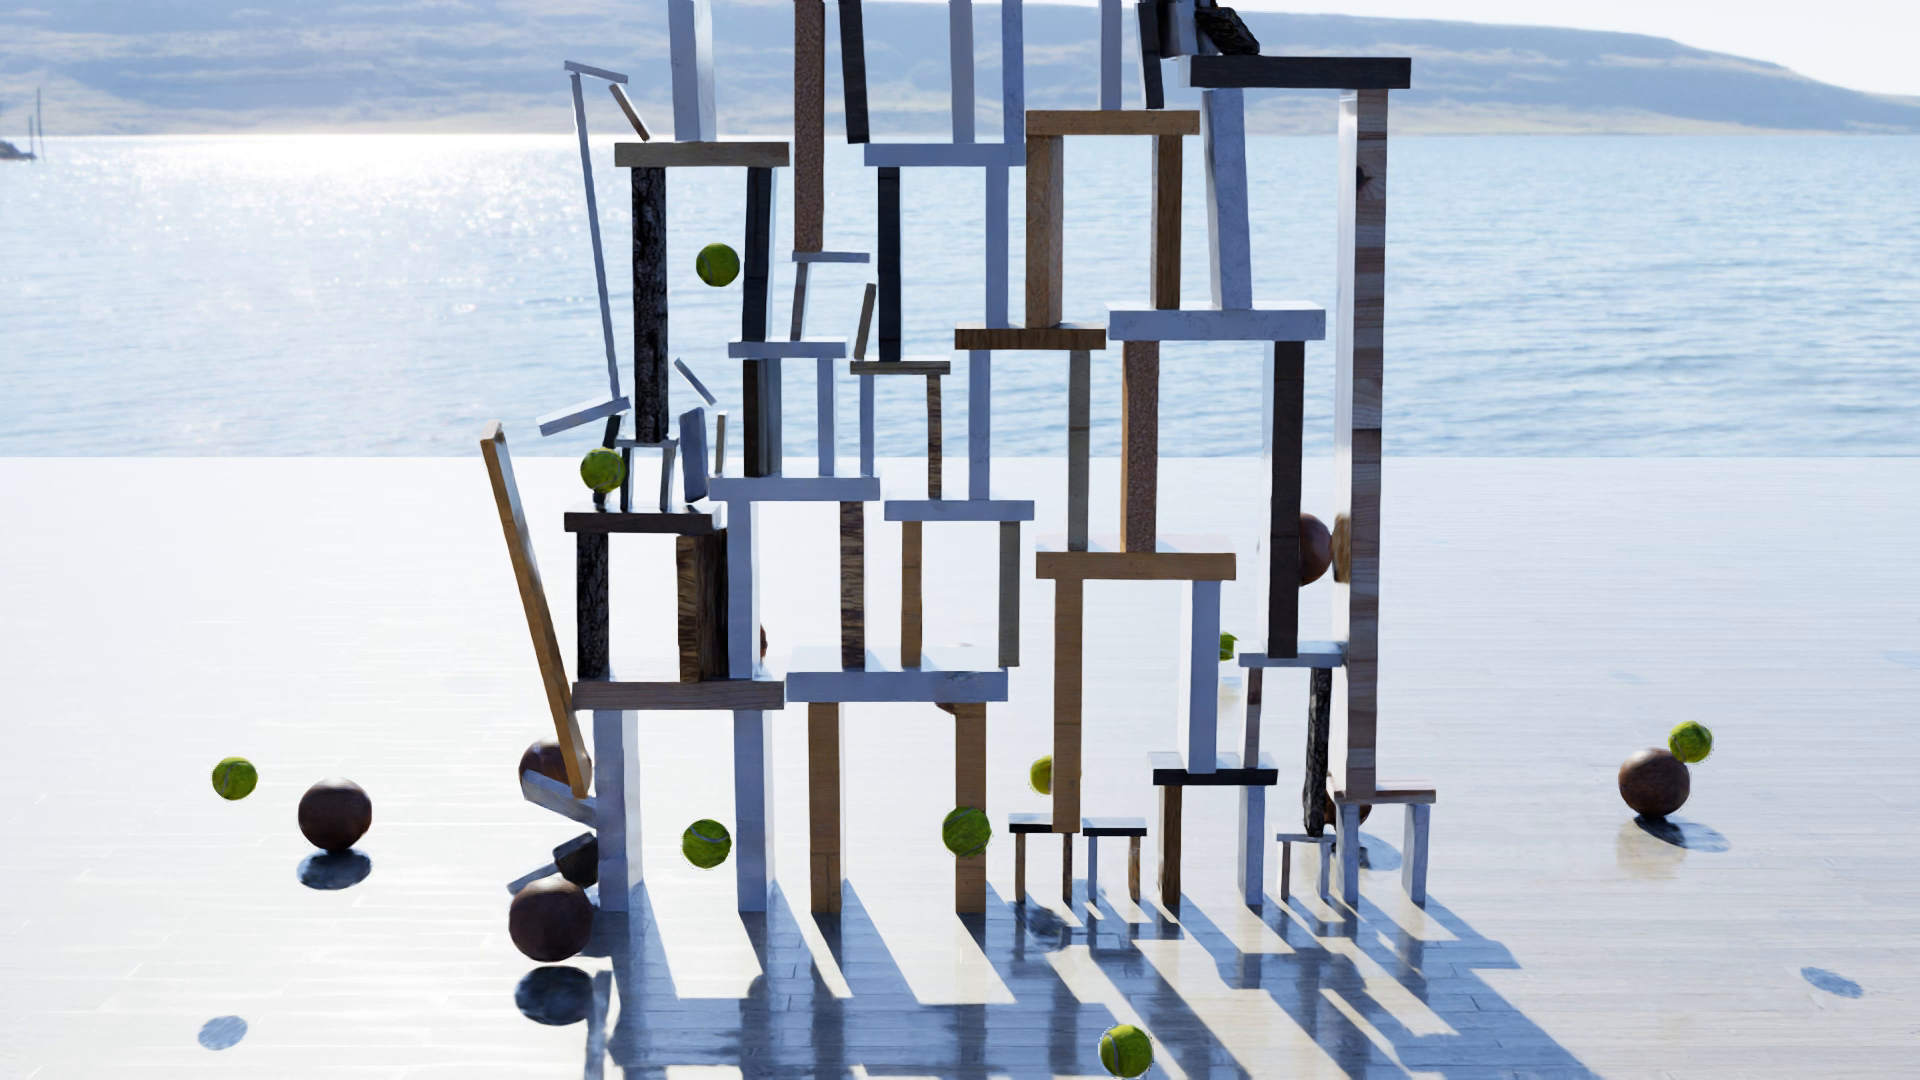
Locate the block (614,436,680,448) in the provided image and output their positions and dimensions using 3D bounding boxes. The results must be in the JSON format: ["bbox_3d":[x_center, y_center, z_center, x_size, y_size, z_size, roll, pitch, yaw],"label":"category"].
[{"bbox_3d":[-0.502,-0.158,3.527,0.097,0.014,0.049,0,10,1],"label":"block"}]

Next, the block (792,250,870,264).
[{"bbox_3d":[-0.203,-0.448,3.471,0.122,0.017,0.061,1,10,-1],"label":"block"}]

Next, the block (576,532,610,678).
[{"bbox_3d":[-0.596,0.094,3.571,0.033,0.236,0.118,2,10,0],"label":"block"}]

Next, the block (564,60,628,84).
[{"bbox_3d":[-0.565,-0.726,3.418,0.099,0.014,0.050,12,9,-12],"label":"block"}]

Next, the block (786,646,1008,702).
[{"bbox_3d":[-0.101,0.218,3.596,0.354,0.050,0.177,0,11,-1],"label":"block"}]

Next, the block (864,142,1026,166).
[{"bbox_3d":[-0.024,-0.604,3.446,0.249,0.035,0.125,0,11,-1],"label":"block"}]

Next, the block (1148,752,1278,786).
[{"bbox_3d":[0.415,0.376,3.626,0.203,0.029,0.102,0,11,0],"label":"block"}]

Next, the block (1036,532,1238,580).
[{"bbox_3d":[0.281,0.026,3.563,0.319,0.045,0.159,0,11,2],"label":"block"}]

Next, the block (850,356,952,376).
[{"bbox_3d":[-0.094,-0.279,3.505,0.159,0.023,0.080,0,11,1],"label":"block"}]

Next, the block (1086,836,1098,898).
[{"bbox_3d":[0.219,0.537,3.662,0.015,0.107,0.054,0,11,0],"label":"block"}]

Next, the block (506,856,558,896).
[{"bbox_3d":[-0.684,0.546,3.667,0.141,0.020,0.071,-25,3,1],"label":"block"}]

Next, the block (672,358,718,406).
[{"bbox_3d":[-0.433,-0.256,3.577,0.013,0.094,0.047,-42,11,-6],"label":"block"}]

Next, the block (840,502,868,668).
[{"bbox_3d":[-0.172,0.060,3.570,0.038,0.271,0.135,0,11,0],"label":"block"}]

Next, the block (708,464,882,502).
[{"bbox_3d":[-0.262,-0.092,3.541,0.271,0.038,0.135,0,11,0],"label":"block"}]

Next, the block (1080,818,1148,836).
[{"bbox_3d":[0.255,0.477,3.651,0.107,0.015,0.054,0,11,0],"label":"block"}]

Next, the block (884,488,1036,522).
[{"bbox_3d":[-0.001,-0.058,3.544,0.239,0.034,0.119,0,11,-1],"label":"block"}]

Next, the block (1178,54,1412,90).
[{"bbox_3d":[0.515,-0.725,3.414,0.335,0.047,0.167,0,11,-1],"label":"block"}]

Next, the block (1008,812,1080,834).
[{"bbox_3d":[0.139,0.469,3.644,0.115,0.016,0.058,0,11,1],"label":"block"}]

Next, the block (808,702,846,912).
[{"bbox_3d":[-0.219,0.417,3.634,0.050,0.354,0.177,0,11,0],"label":"block"}]

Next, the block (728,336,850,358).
[{"bbox_3d":[-0.271,-0.307,3.503,0.185,0.026,0.093,0,10,1],"label":"block"}]

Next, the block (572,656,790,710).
[{"bbox_3d":[-0.452,0.234,3.601,0.338,0.048,0.169,0,11,-1],"label":"block"}]

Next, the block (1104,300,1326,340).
[{"bbox_3d":[0.401,-0.349,3.493,0.335,0.047,0.167,0,11,1],"label":"block"}]

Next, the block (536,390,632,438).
[{"bbox_3d":[-0.603,-0.203,3.522,0.149,0.021,0.074,-20,16,-11],"label":"block"}]

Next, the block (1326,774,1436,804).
[{"bbox_3d":[0.697,0.413,3.640,0.167,0.024,0.083,-1,11,1],"label":"block"}]

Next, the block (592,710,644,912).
[{"bbox_3d":[-0.565,0.424,3.638,0.048,0.338,0.169,0,11,0],"label":"block"}]

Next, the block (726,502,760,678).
[{"bbox_3d":[-0.351,0.068,3.573,0.038,0.288,0.135,0,11,0],"label":"block"}]

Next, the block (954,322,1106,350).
[{"bbox_3d":[0.110,-0.325,3.495,0.238,0.034,0.119,0,11,0],"label":"block"}]

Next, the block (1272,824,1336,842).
[{"bbox_3d":[0.571,0.486,3.647,0.099,0.014,0.050,0,12,1],"label":"block"}]

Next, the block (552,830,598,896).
[{"bbox_3d":[-0.624,0.531,3.608,0.071,0.141,0.020,-26,60,-17],"label":"block"}]

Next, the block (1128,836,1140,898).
[{"bbox_3d":[0.291,0.537,3.662,0.015,0.107,0.054,0,11,0],"label":"block"}]

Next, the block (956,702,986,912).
[{"bbox_3d":[0.017,0.417,3.634,0.050,0.354,0.177,0,11,0],"label":"block"}]

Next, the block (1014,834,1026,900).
[{"bbox_3d":[0.100,0.534,3.656,0.016,0.115,0.058,0,11,0],"label":"block"}]

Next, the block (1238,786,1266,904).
[{"bbox_3d":[0.483,0.491,3.648,0.029,0.203,0.102,0,11,0],"label":"block"}]

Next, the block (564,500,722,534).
[{"bbox_3d":[-0.509,-0.037,3.541,0.236,0.033,0.118,1,10,1],"label":"block"}]

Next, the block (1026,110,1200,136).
[{"bbox_3d":[0.236,-0.652,3.437,0.266,0.038,0.133,0,11,1],"label":"block"}]

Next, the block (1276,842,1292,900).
[{"bbox_3d":[0.539,0.541,3.658,0.014,0.099,0.049,1,11,1],"label":"block"}]

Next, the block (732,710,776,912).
[{"bbox_3d":[-0.339,0.424,3.638,0.048,0.338,0.169,0,11,0],"label":"block"}]

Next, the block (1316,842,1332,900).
[{"bbox_3d":[0.605,0.541,3.658,0.014,0.099,0.049,1,11,2],"label":"block"}]

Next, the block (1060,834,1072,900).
[{"bbox_3d":[0.177,0.534,3.656,0.016,0.115,0.058,0,11,0],"label":"block"}]

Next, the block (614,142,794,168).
[{"bbox_3d":[-0.399,-0.605,3.451,0.269,0.038,0.135,0,10,-2],"label":"block"}]

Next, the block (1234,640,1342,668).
[{"bbox_3d":[0.534,0.186,3.586,0.167,0.024,0.084,0,11,2],"label":"block"}]

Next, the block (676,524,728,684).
[{"bbox_3d":[-0.410,0.101,3.537,0.033,0.236,0.118,4,11,23],"label":"block"}]

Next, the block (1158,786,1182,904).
[{"bbox_3d":[0.347,0.491,3.648,0.029,0.203,0.102,0,11,0],"label":"block"}]

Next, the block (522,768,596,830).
[{"bbox_3d":[-0.664,0.434,3.677,0.141,0.071,0.020,21,53,10],"label":"block"}]
